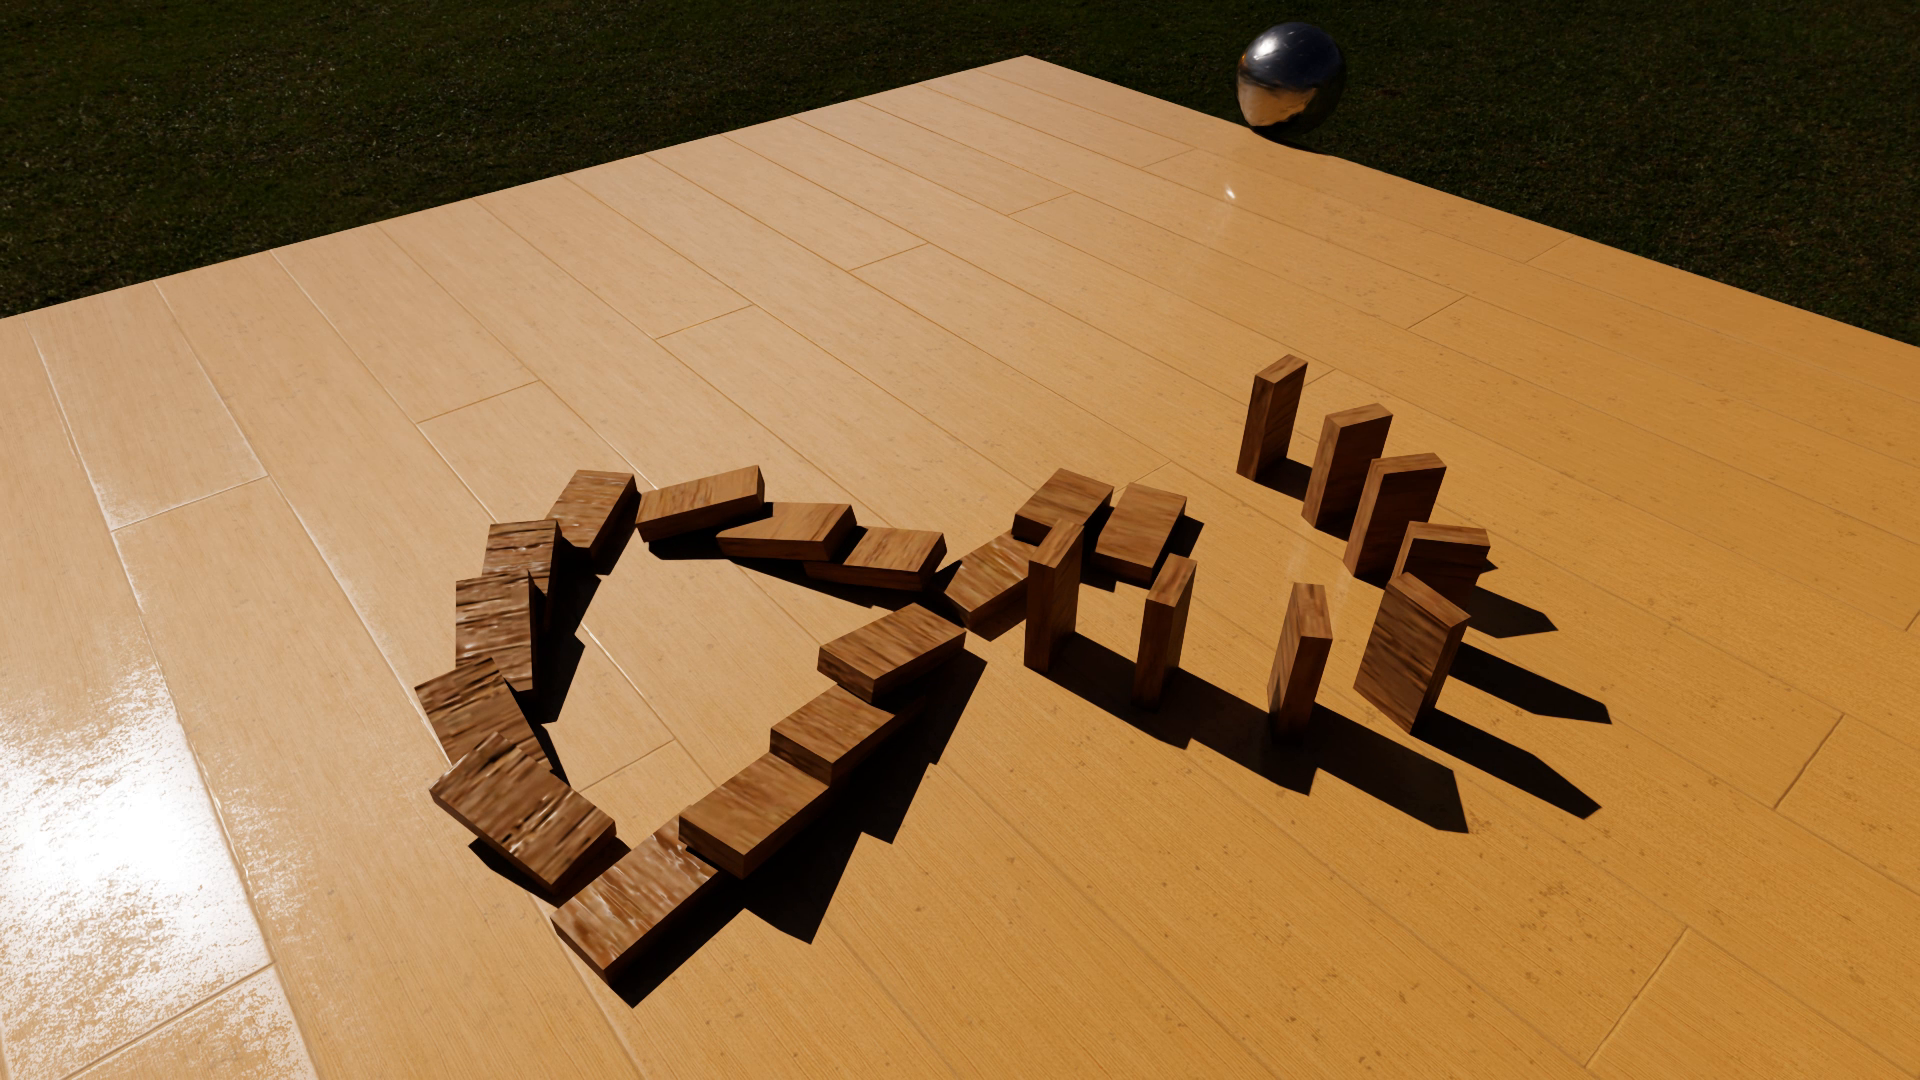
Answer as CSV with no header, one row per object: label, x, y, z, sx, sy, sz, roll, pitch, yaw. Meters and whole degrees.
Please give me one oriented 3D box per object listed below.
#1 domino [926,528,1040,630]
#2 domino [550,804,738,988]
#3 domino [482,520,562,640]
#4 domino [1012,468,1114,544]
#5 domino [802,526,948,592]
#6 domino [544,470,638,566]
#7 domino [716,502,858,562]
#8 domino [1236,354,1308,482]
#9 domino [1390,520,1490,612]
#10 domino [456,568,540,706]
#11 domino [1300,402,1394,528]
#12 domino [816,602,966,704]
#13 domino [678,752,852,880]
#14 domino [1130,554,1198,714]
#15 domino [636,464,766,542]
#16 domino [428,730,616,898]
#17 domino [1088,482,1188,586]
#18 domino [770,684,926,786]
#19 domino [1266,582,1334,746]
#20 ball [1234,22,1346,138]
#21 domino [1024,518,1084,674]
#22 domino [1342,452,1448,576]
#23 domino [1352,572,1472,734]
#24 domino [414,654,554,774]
domino,0.014,0.014,0.427,0.050,0.010,0.025,-30,48,-31
domino,-0.089,0.102,0.319,0.025,0.010,0.050,28,47,30
domino,-0.167,0.015,0.417,0.025,0.010,0.050,-5,52,-6
domino,0.043,-0.012,0.450,0.025,0.010,0.050,21,33,17
domino,-0.033,0.006,0.428,0.050,0.009,0.025,5,38,24
domino,-0.155,-0.010,0.456,0.025,0.009,0.050,4,40,5
domino,-0.069,-0.004,0.439,0.050,0.010,0.025,2,37,26
domino,0.135,-0.052,0.475,0.025,0.050,0.009,-31,49,-32
domino,0.167,0.017,0.391,0.025,0.050,0.009,7,40,8
domino,-0.164,0.035,0.389,0.025,0.010,0.050,-10,56,-10
domino,0.157,-0.030,0.448,0.025,0.050,0.009,-14,41,-17
domino,-0.023,0.039,0.385,0.025,0.009,0.050,26,30,30
domino,-0.059,0.080,0.336,0.025,0.009,0.050,22,30,25
domino,0.069,0.032,0.372,0.010,0.050,0.025,17,42,20
domino,-0.106,-0.015,0.452,0.050,0.010,0.025,-14,33,0
domino,-0.132,0.082,0.333,0.050,0.010,0.025,31,51,14
domino,0.073,-0.003,0.447,0.025,0.010,0.050,16,42,19
domino,-0.036,0.060,0.361,0.025,0.009,0.050,23,31,26
domino,0.111,0.041,0.361,0.010,0.050,0.025,5,40,6
ball,0.244,-0.340,0.815,0.080,0.080,0.080,0,39,0
domino,0.033,0.020,0.387,0.010,0.050,0.025,18,43,21
domino,0.166,-0.009,0.423,0.025,0.050,0.009,-7,40,-8
domino,0.149,0.038,0.365,0.009,0.050,0.025,-21,44,-24
domino,-0.154,0.063,0.357,0.025,0.010,0.050,-26,60,-28
